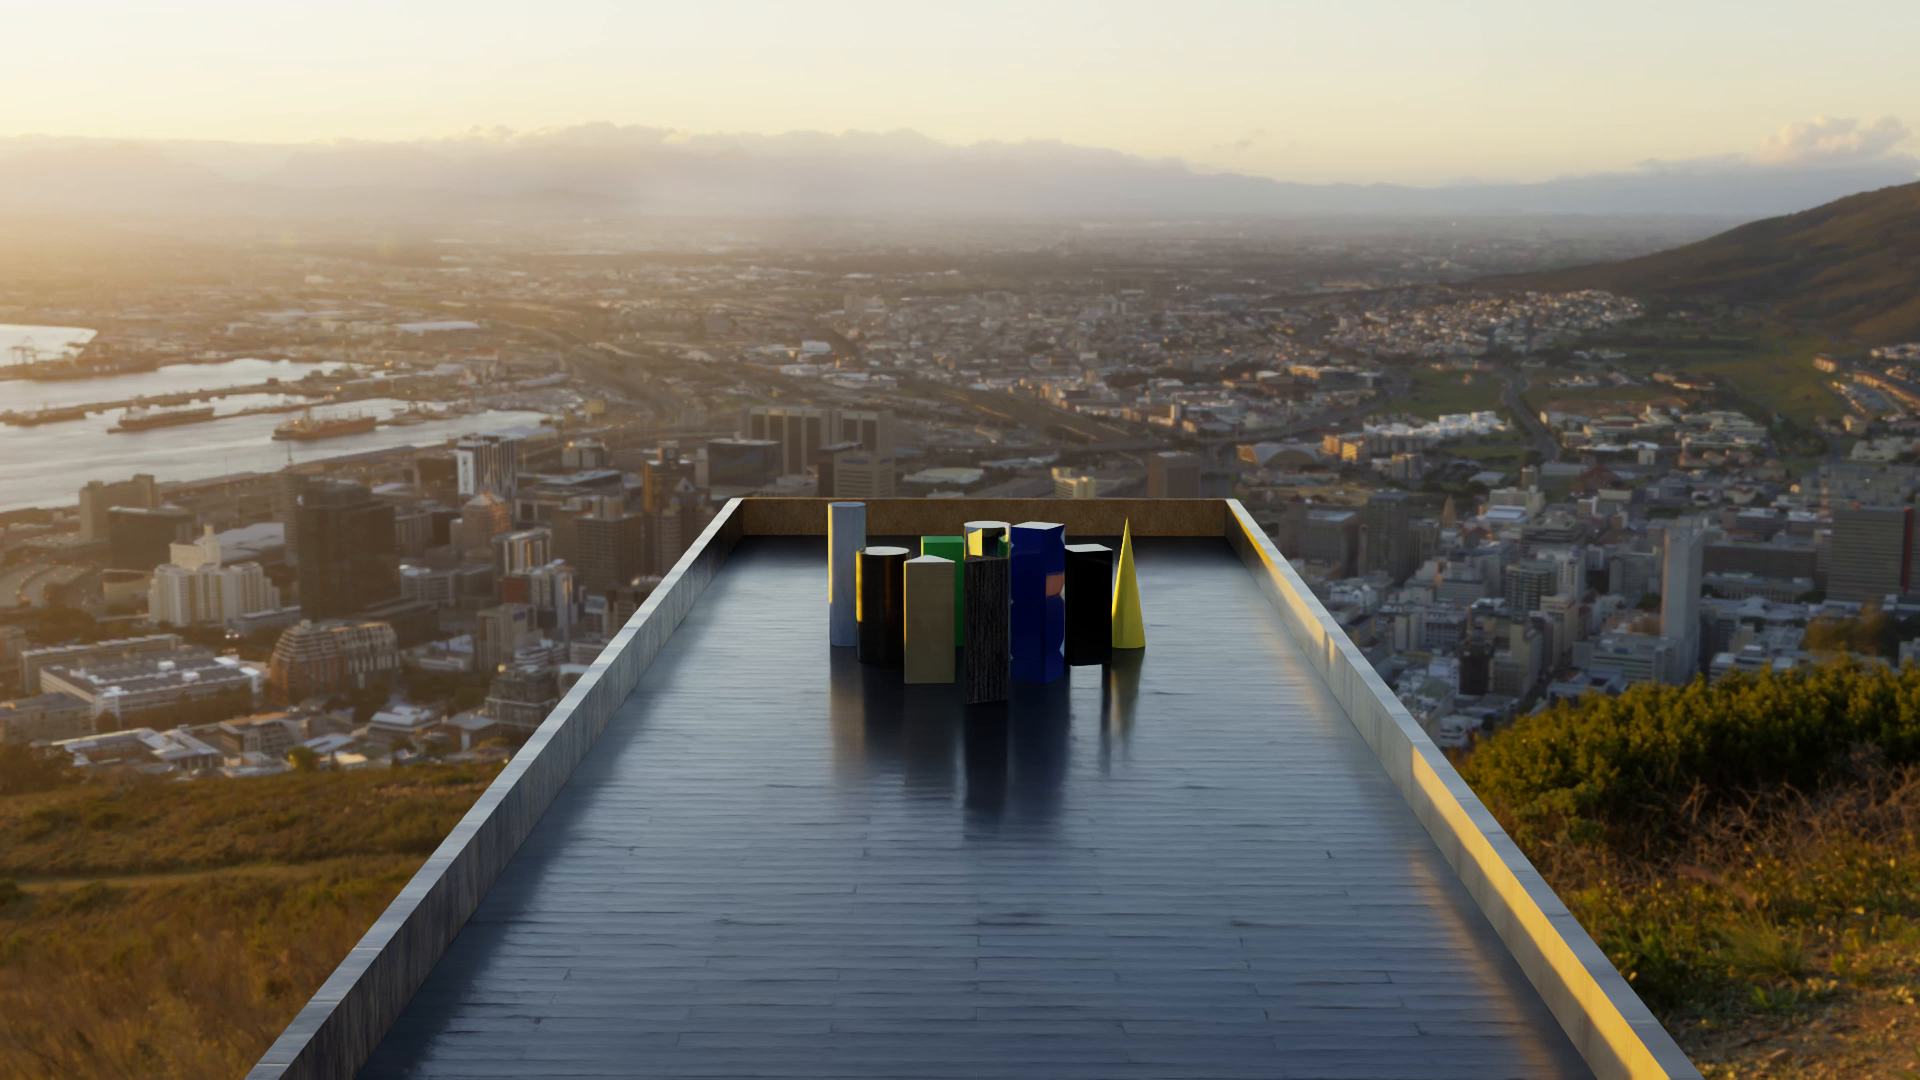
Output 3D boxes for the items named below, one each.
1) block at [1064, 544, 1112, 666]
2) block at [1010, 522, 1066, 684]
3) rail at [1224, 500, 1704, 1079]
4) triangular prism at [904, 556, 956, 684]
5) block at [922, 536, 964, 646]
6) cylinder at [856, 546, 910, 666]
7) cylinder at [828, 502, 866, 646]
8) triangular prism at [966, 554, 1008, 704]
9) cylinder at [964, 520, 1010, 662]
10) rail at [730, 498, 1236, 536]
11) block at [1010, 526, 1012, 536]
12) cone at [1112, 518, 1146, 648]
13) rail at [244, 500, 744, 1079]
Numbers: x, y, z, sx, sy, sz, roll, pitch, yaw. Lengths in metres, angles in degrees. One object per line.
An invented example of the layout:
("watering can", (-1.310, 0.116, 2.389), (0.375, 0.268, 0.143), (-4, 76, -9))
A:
("block", (0.380, 0.196, 6.661), (0.123, 0.348, 0.123), (-3, 10, -19))
("block", (0.227, 0.181, 6.420), (0.116, 0.453, 0.116), (5, 10, 30))
("rail", (1.046, 0.843, 3.208), (0.050, 0.150, 12.000), (0, 9, 1))
("triangular prism", (-0.091, 0.229, 6.424), (0.146, 0.356, 0.126), (-1, 9, -3))
("block", (-0.054, 0.161, 6.938), (0.129, 0.331, 0.129), (-1, 9, -3))
("cylinder", (-0.233, 0.199, 6.675), (0.160, 0.337, 0.160), (0, 9, 0))
("cylinder", (-0.354, 0.106, 6.927), (0.118, 0.442, 0.118), (0, 9, 0))
("triangular prism", (0.047, 0.246, 6.179), (0.138, 0.400, 0.119), (-5, 10, -28))
("cylinder", (0.082, 0.159, 6.671), (0.141, 0.418, 0.141), (0, 9, 0))
("rail", (0.099, -0.098, 9.147), (2.100, 0.150, 0.050), (0, 9, 1))
("block", (0.213, 0.146, 6.933), (0.158, 0.362, 0.158), (-2, 9, -13))
("cone", (0.523, 0.126, 6.903), (0.125, 0.411, 0.125), (0, 9, 0))
("rail", (-1.004, 0.839, 3.234), (0.050, 0.150, 12.000), (0, 9, 1))
